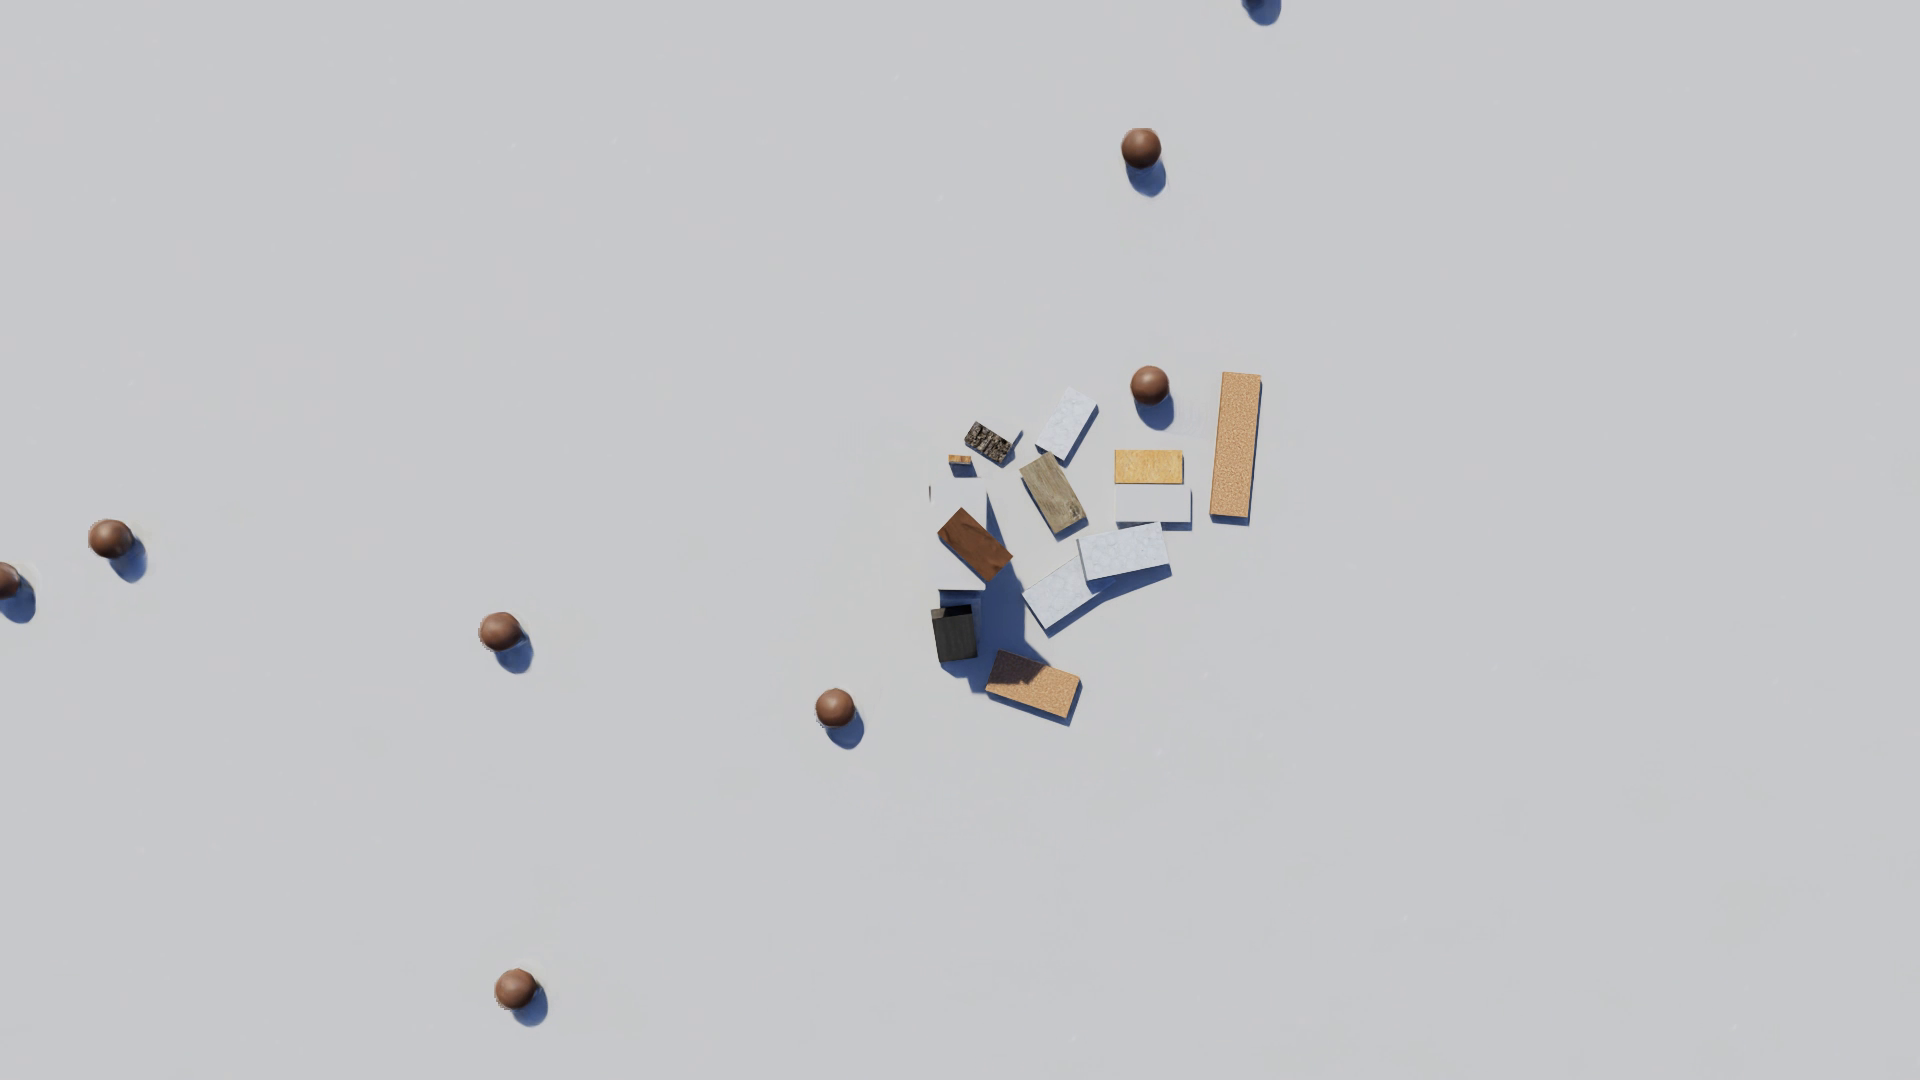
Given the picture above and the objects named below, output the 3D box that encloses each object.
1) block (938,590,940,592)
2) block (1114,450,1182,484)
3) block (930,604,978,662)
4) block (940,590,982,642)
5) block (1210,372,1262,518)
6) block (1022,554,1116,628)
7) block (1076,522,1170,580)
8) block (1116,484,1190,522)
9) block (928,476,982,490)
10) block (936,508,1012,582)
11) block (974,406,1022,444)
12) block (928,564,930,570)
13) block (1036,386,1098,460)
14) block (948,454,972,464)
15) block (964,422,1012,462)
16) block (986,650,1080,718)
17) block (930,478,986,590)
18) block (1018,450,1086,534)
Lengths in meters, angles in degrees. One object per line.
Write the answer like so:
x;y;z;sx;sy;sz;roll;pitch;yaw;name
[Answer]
-0.005;0.145;5.369;0.131;0.261;0.037;-2;87;0;block
0.626;-0.244;5.484;0.221;0.031;0.111;0;90;0;block
-0.018;0.307;5.384;0.131;0.261;0.037;-8;53;0;block
0.003;0.250;5.383;0.131;0.261;0.037;-2;55;0;block
0.914;-0.317;5.483;0.123;0.035;0.474;5;90;0;block
0.360;0.158;5.480;0.283;0.040;0.141;-34;90;0;block
0.538;0.038;5.453;0.283;0.040;0.141;-12;86;-9;block
0.641;-0.123;5.483;0.246;0.035;0.123;1;90;0;block
-0.011;-0.165;5.326;0.173;0.346;0.049;-5;95;0;block
0.046;0.014;5.088;0.221;0.031;0.111;44;90;0;block
0.125;-0.378;5.490;0.146;0.021;0.073;33;90;0;block
-0.011;0.083;5.327;0.173;0.346;0.049;9;89;0;block
0.352;-0.387;5.484;0.111;0.031;0.221;30;90;0;block
-0.001;-0.265;5.427;0.073;0.146;0.021;4;90;0;block
0.093;-0.325;5.478;0.146;0.021;0.073;32;110;0;block
0.241;0.476;5.480;0.283;0.040;0.141;19;90;0;block
-0.006;-0.019;5.128;0.173;0.049;0.346;1;90;0;block
0.306;-0.159;5.466;0.123;0.035;0.246;-30;98;0;block
